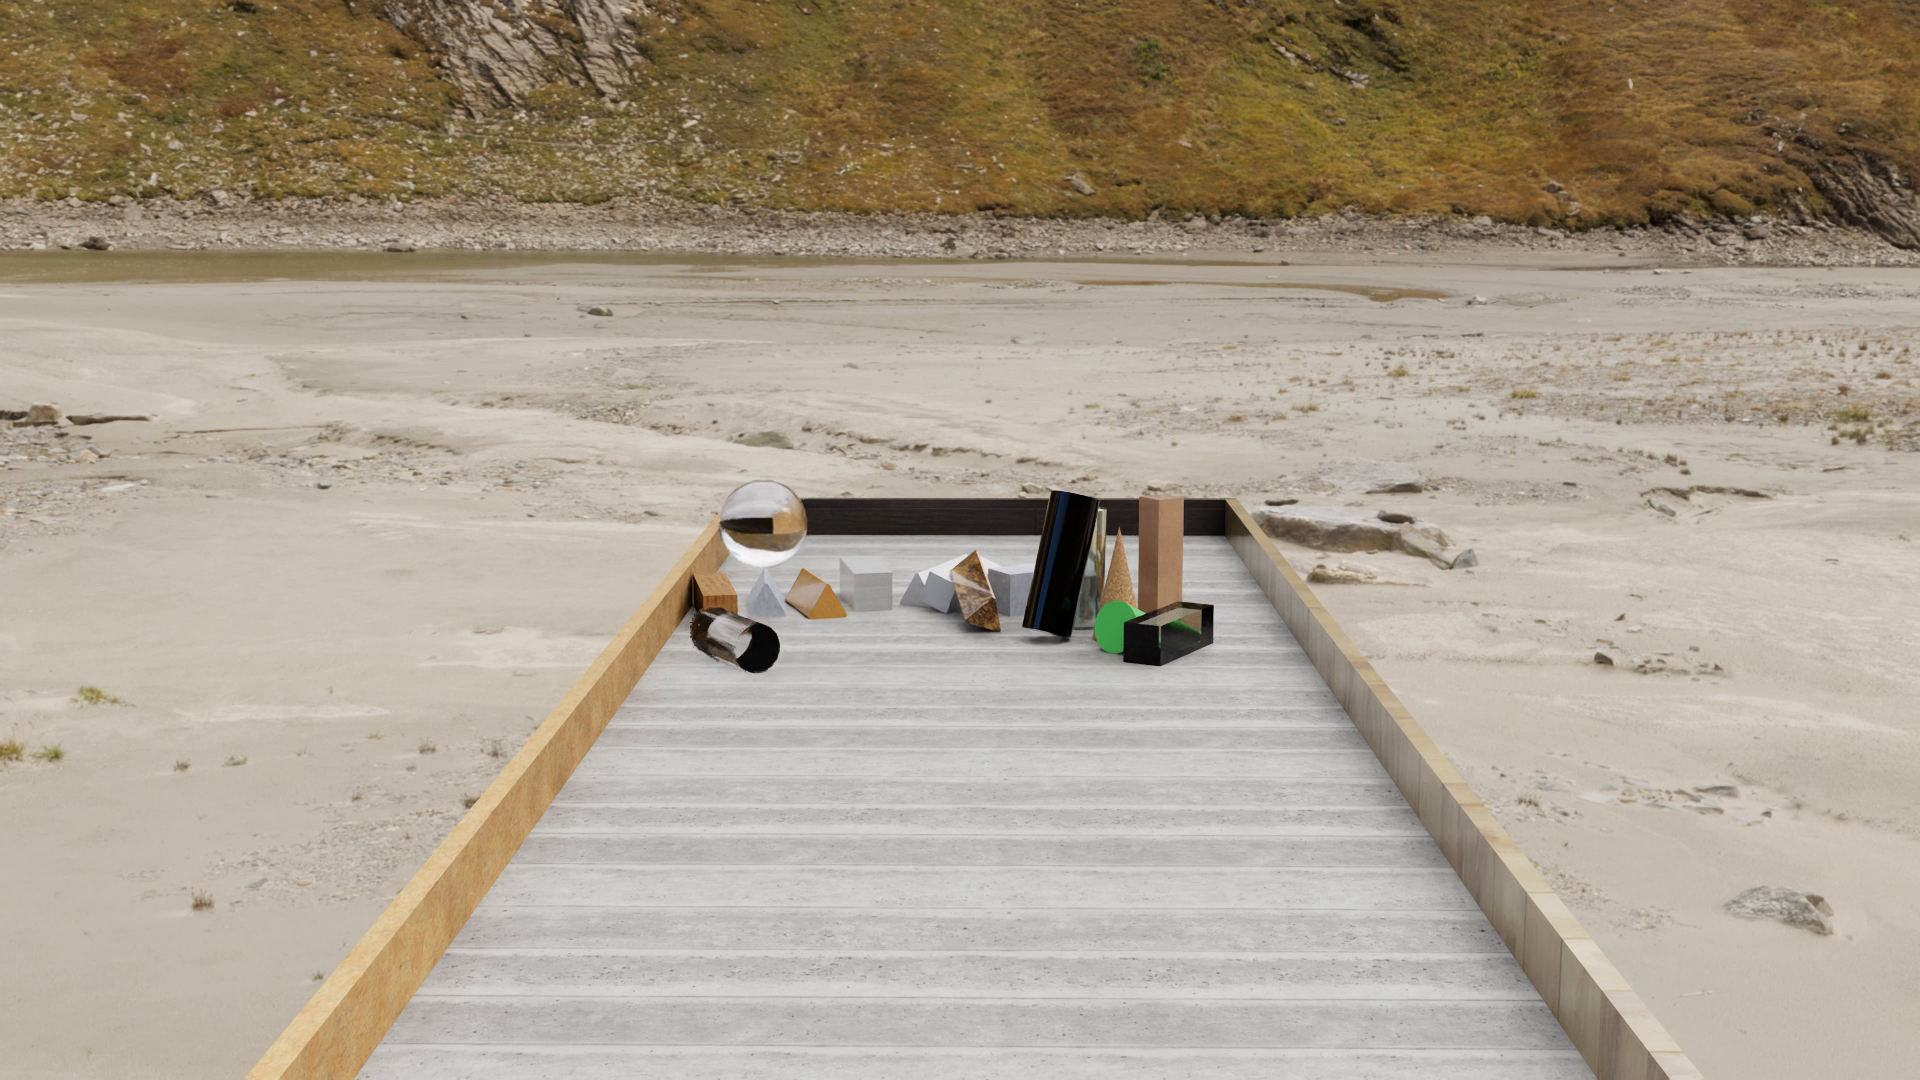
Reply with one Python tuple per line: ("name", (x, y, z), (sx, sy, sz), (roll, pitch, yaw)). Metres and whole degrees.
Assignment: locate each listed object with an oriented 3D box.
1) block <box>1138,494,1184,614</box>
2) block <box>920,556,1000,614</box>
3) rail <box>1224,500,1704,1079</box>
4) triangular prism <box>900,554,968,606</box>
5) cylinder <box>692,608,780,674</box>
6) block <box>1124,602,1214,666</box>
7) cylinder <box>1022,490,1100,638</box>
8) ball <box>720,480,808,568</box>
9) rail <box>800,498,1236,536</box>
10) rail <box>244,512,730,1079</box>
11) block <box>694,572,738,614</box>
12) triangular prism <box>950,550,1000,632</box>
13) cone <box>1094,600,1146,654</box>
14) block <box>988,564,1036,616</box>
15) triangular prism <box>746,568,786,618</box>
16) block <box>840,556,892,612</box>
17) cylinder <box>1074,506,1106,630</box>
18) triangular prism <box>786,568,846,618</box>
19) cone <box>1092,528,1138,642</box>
("block", (0.654, 0.073, 7.173), (0.103, 0.431, 0.103), (-6, 11, -33))
("block", (0.009, 0.151, 7.600), (0.111, 0.111, 0.378), (27, 19, 20))
("rail", (1.046, 0.843, 3.208), (0.050, 0.150, 12.000), (0, 9, 1))
("triangular prism", (-0.063, 0.138, 7.754), (0.132, 0.114, 0.434), (4, 10, 22))
("cylinder", (-0.680, 0.301, 6.639), (0.148, 0.148, 0.312), (-5, 10, -30))
("block", (0.648, 0.287, 6.802), (0.123, 0.123, 0.397), (5, 10, 29))
("cylinder", (0.322, 0.077, 7.008), (0.161, 0.446, 0.161), (12, -4, 1))
("ball", (-0.745, -0.063, 8.340), (0.335, 0.335, 0.335), (0, 9, 0))
("rail", (0.099, -0.098, 9.147), (2.100, 0.150, 0.050), (0, 9, 1))
("rail", (-1.004, 0.839, 3.234), (0.050, 0.150, 12.000), (0, 9, 1))
("block", (-0.823, 0.202, 7.384), (0.110, 0.110, 0.433), (-2, 9, -11))
("triangular prism", (0.065, 0.156, 7.287), (0.122, 0.106, 0.411), (17, 19, -14))
("cone", (0.607, 0.287, 6.938), (0.164, 0.164, 0.385), (8, 0, 42))
("block", (0.284, 0.163, 7.521), (0.353, 0.144, 0.144), (-5, 10, -30))
("triangular prism", (-0.663, 0.177, 7.511), (0.131, 0.114, 0.307), (-1, 9, -5))
("block", (-0.328, 0.151, 7.639), (0.131, 0.131, 0.337), (-2, 9, -11))
("cylinder", (0.388, 0.087, 7.213), (0.178, 0.386, 0.178), (1, 8, 0))
("triangular prism", (-0.493, 0.177, 7.504), (0.132, 0.114, 0.336), (-3, 9, -18))
("cone", (0.505, 0.136, 6.992), (0.166, 0.363, 0.166), (0, 9, 0))
